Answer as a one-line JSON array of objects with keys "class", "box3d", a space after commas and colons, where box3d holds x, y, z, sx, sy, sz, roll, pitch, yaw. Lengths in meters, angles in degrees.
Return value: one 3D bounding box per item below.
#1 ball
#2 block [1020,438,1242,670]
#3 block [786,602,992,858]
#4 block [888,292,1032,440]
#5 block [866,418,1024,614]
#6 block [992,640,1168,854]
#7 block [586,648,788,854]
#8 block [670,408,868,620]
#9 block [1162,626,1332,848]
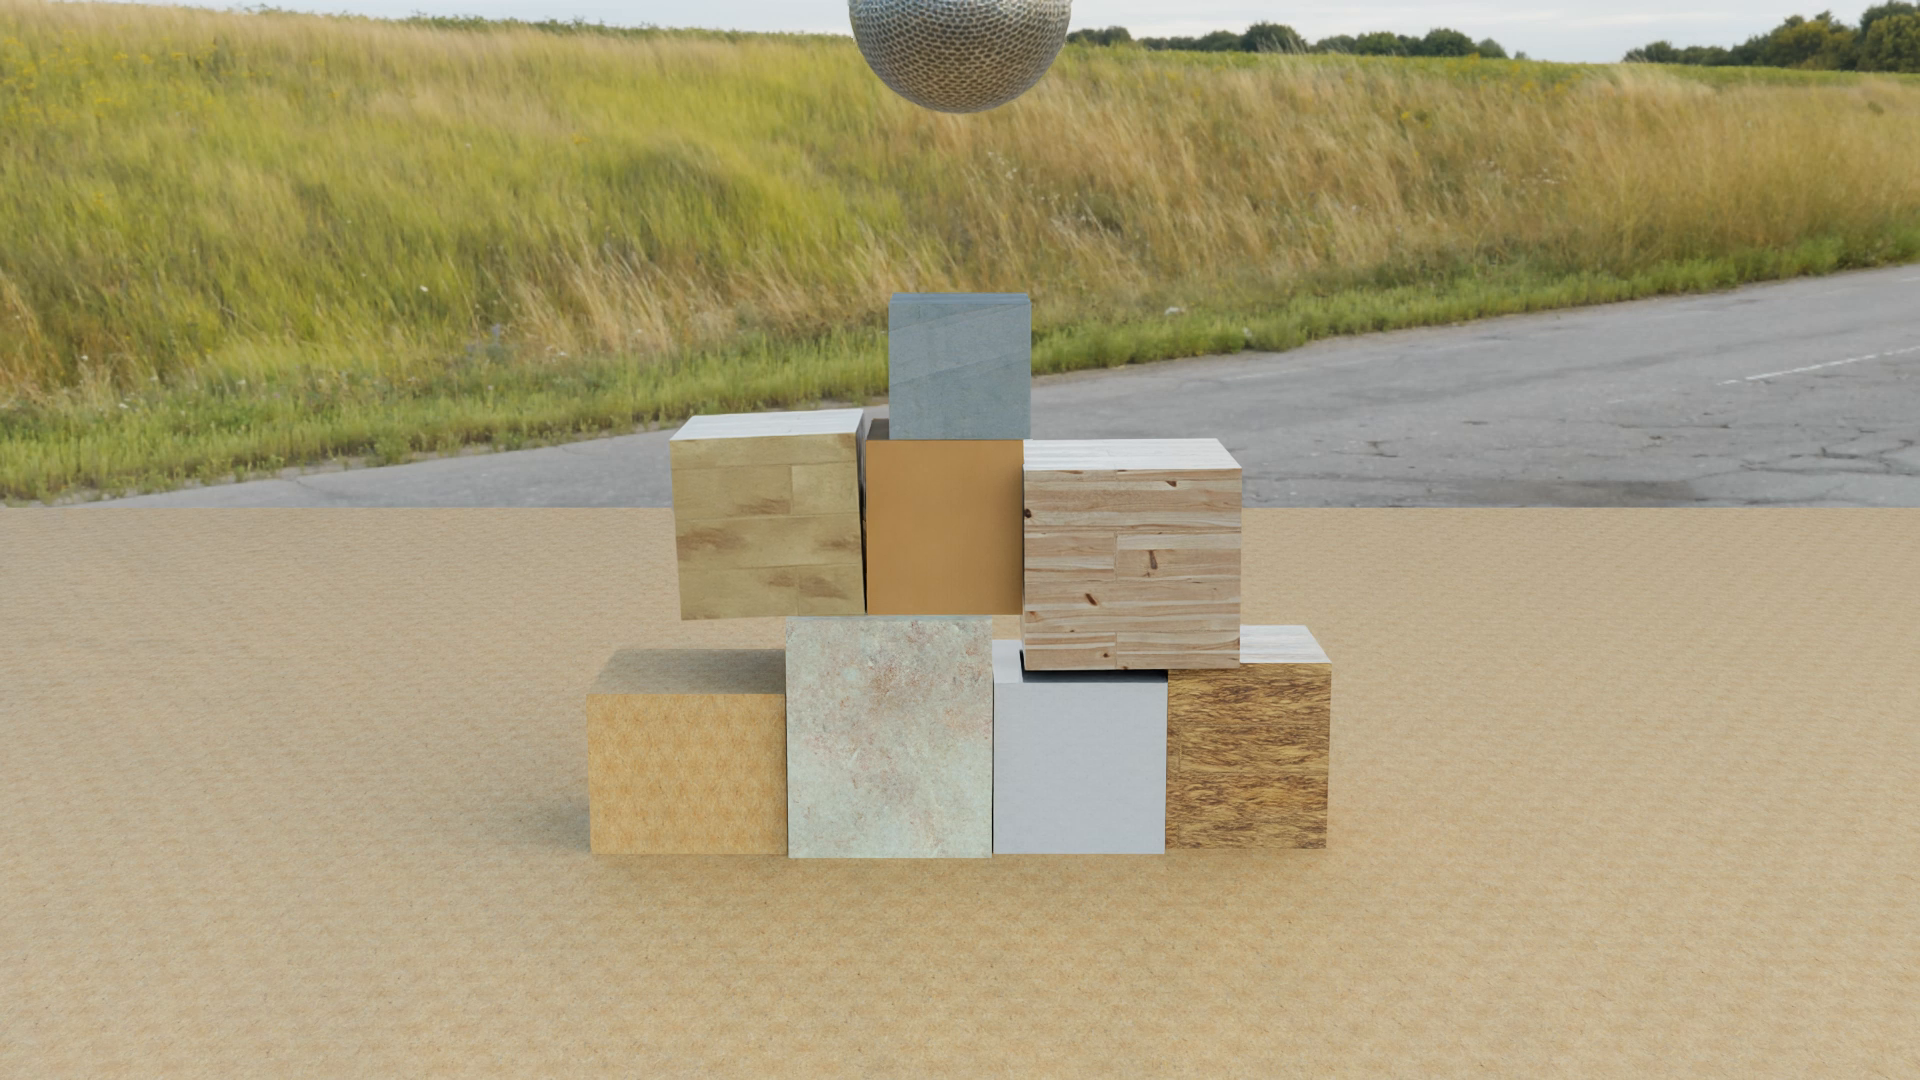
[{"class": "ball", "box3d": [0.000, -3.848, 15.669, 1.600, 1.600, 1.600, 0, 10, 0]}, {"class": "block", "box3d": [0.838, 0.050, 11.191, 1.048, 0.987, 1.077, -1, 10, 0]}, {"class": "block", "box3d": [-0.346, 0.885, 11.334, 1.005, 1.203, 1.106, 0, 10, 0]}, {"class": "block", "box3d": [-0.001, -0.883, 11.024, 0.687, 0.659, 0.766, 0, 10, 0]}, {"class": "block", "box3d": [-0.074, -0.134, 11.164, 0.764, 0.864, 0.870, 0, 10, 0]}, {"class": "block", "box3d": [0.593, 1.048, 11.353, 0.854, 0.876, 0.951, 0, 10, 0]}, {"class": "block", "box3d": [-1.349, 1.074, 11.367, 0.980, 0.820, 0.979, 0, 10, 0]}, {"class": "block", "box3d": [-0.935, -0.147, 11.167, 0.901, 0.894, 0.945, -2, 10, 0]}, {"class": "block", "box3d": [1.435, 1.002, 11.378, 0.808, 0.958, 0.855, 0, 10, 0]}]
